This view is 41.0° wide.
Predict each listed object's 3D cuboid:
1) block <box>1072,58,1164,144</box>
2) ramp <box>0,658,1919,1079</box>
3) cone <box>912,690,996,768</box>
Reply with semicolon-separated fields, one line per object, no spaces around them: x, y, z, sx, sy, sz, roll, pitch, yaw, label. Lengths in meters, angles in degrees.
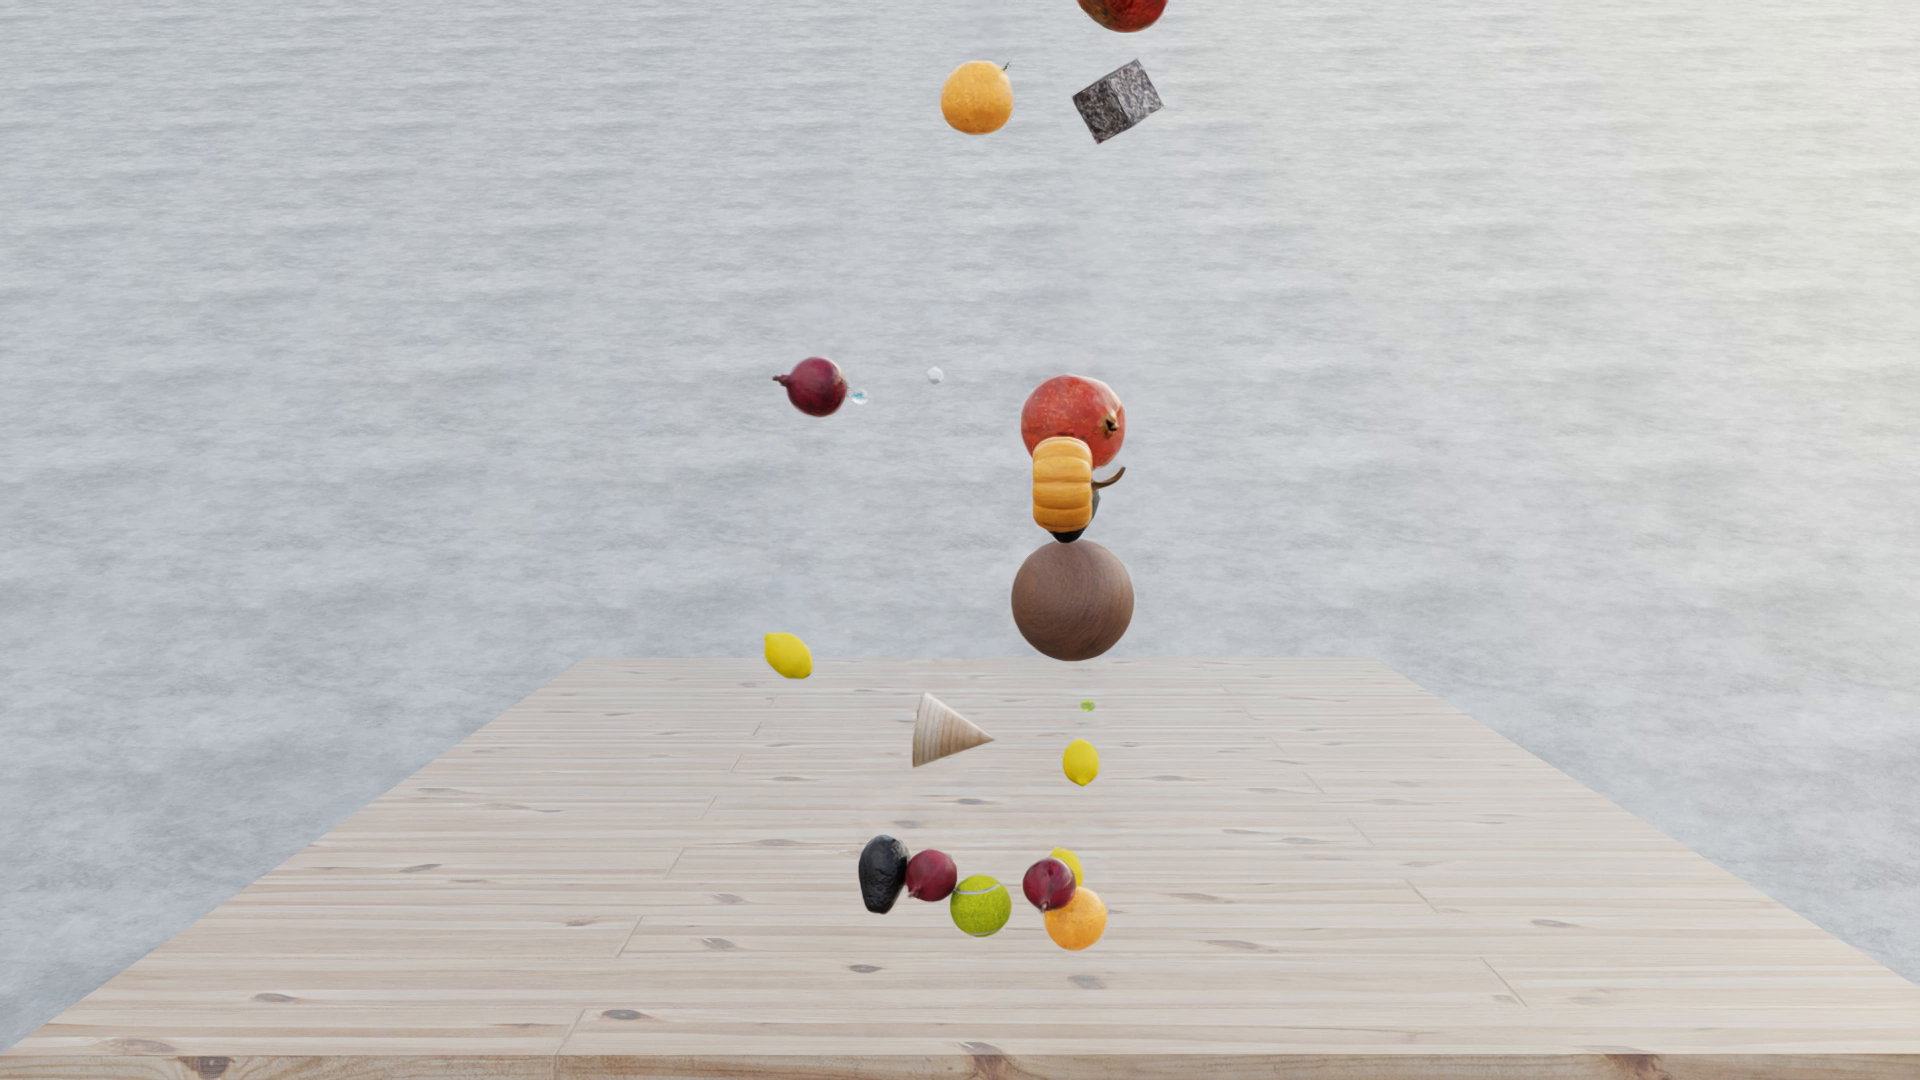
0.168;-0.467;2.738;0.058;0.058;0.058;-38;12;-38;block
0.050;0.453;4.532;2.000;0.100;4.000;0;3;0;ramp
-0.003;0.228;3.010;0.092;0.092;0.092;8;22;6;cone
